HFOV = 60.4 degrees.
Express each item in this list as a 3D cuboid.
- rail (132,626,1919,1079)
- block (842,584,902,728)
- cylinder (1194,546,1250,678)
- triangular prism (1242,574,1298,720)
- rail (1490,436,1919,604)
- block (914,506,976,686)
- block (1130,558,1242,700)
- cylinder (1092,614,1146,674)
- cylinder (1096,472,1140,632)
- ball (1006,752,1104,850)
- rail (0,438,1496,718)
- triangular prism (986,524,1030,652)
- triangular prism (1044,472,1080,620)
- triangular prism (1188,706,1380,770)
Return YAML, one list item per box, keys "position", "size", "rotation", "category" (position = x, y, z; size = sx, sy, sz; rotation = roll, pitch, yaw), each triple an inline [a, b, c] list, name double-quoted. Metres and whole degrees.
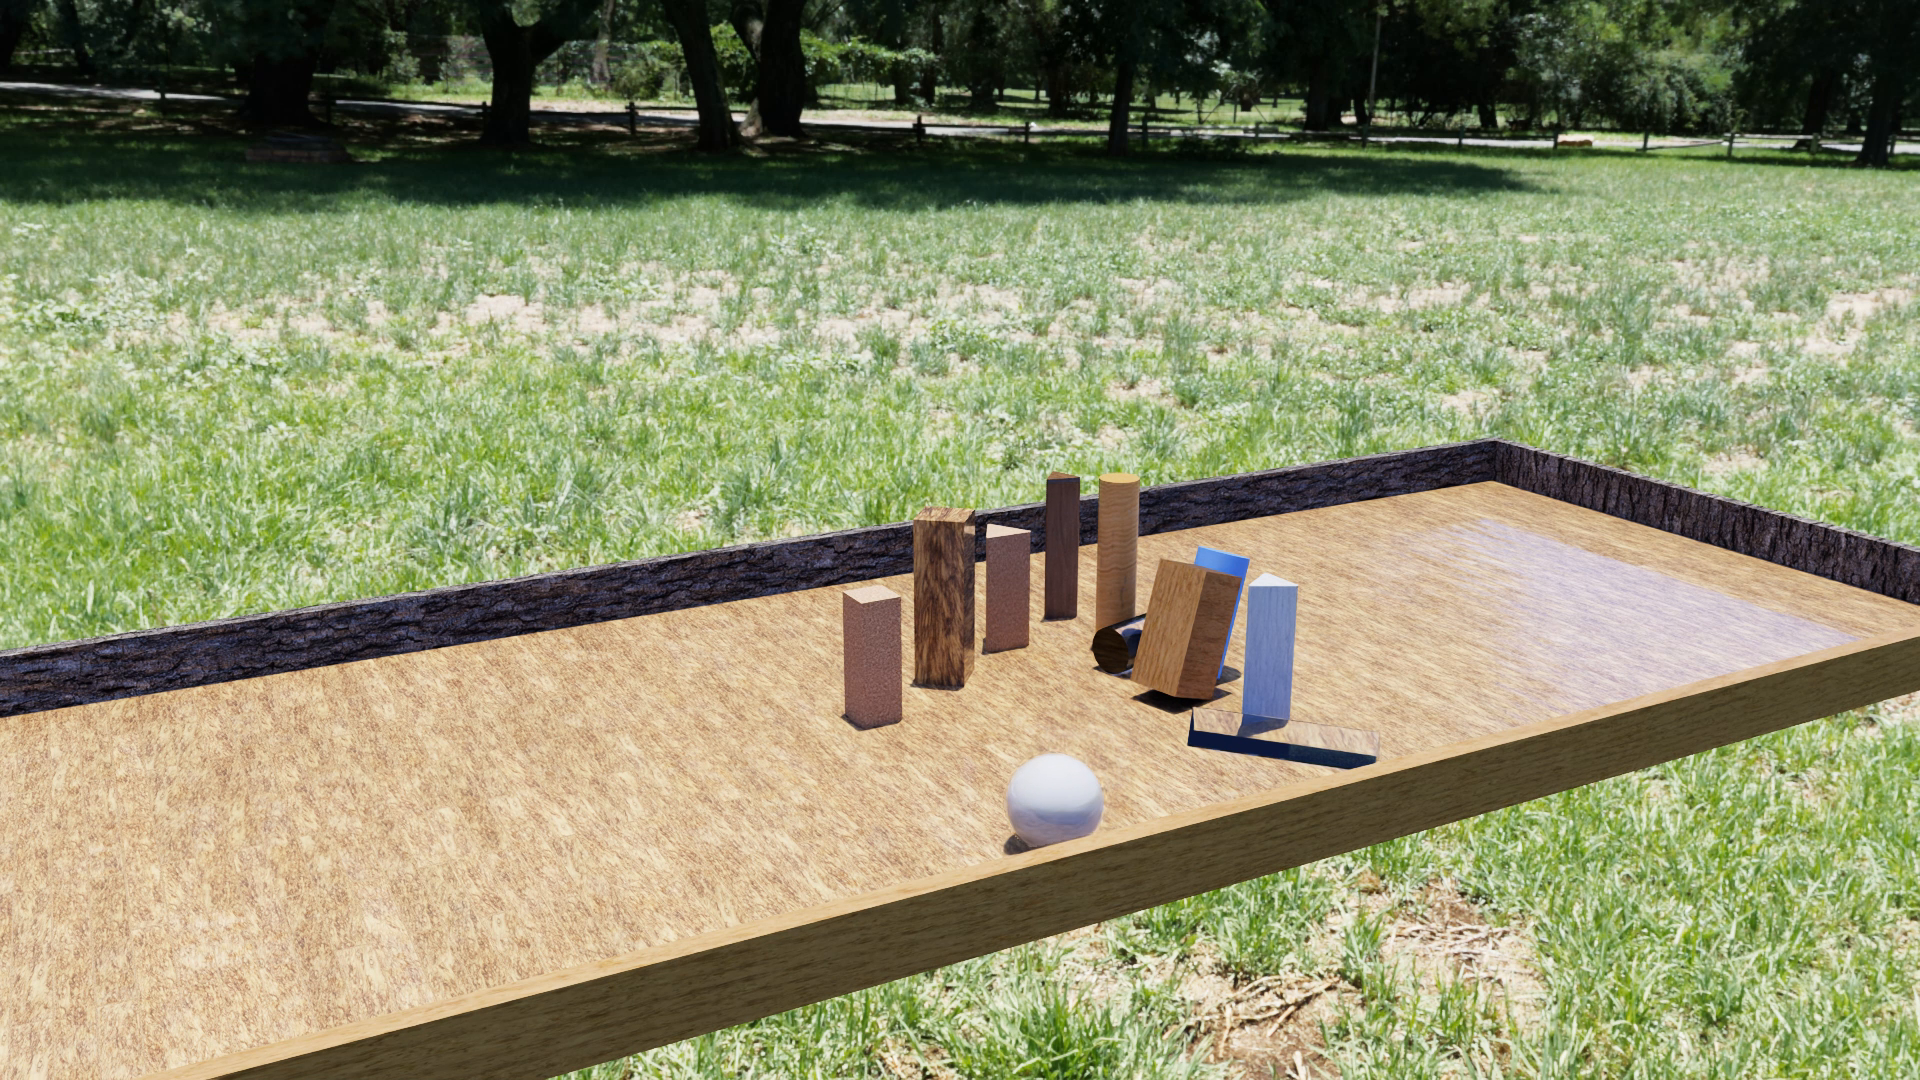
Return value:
- position: [-2.336, 1.006, 1.665]
  size: [12.000, 0.150, 0.050]
  rotation: [-9, 18, -27]
  category: "rail"
- position: [-0.206, 0.273, 3.879]
  size: [0.102, 0.308, 0.102]
  rotation: [-9, 19, -28]
  category: "block"
- position: [0.626, 0.181, 4.144]
  size: [0.133, 0.309, 0.133]
  rotation: [13, 4, -1]
  category: "cylinder"
- position: [0.708, 0.263, 3.820]
  size: [0.110, 0.361, 0.095]
  rotation: [0, 16, 0]
  category: "triangular prism"
- position: [2.466, -0.048, 5.253]
  size: [0.050, 0.150, 2.100]
  rotation: [-9, 18, -27]
  category: "rail"
- position: [-0.038, 0.141, 4.121]
  size: [0.127, 0.426, 0.127]
  rotation: [4, 17, 12]
  category: "block"
- position: [0.550, 0.217, 4.016]
  size: [0.145, 0.308, 0.145]
  rotation: [10, 5, -44]
  category: "block"
- position: [0.522, 0.243, 4.312]
  size: [0.391, 0.122, 0.122]
  rotation: [-15, 22, -42]
  category: "cylinder"
- position: [0.413, 0.059, 4.338]
  size: [0.106, 0.460, 0.106]
  rotation: [0, 16, 0]
  category: "cylinder"
- position: [0.186, 0.517, 3.251]
  size: [0.194, 0.194, 0.194]
  rotation: [0, 16, 0]
  category: "ball"
- position: [-3.305, 0.497, 3.399]
  size: [12.000, 0.150, 0.050]
  rotation: [-9, 18, -27]
  category: "rail"
- position: [0.102, 0.123, 4.380]
  size: [0.130, 0.314, 0.112]
  rotation: [-8, 18, -26]
  category: "triangular prism"
- position: [0.272, 0.013, 4.596]
  size: [0.096, 0.403, 0.083]
  rotation: [-5, 17, -15]
  category: "triangular prism"
- position: [0.729, 0.439, 3.714]
  size: [0.418, 0.078, 0.091]
  rotation: [6, 18, 20]
  category: "triangular prism"
